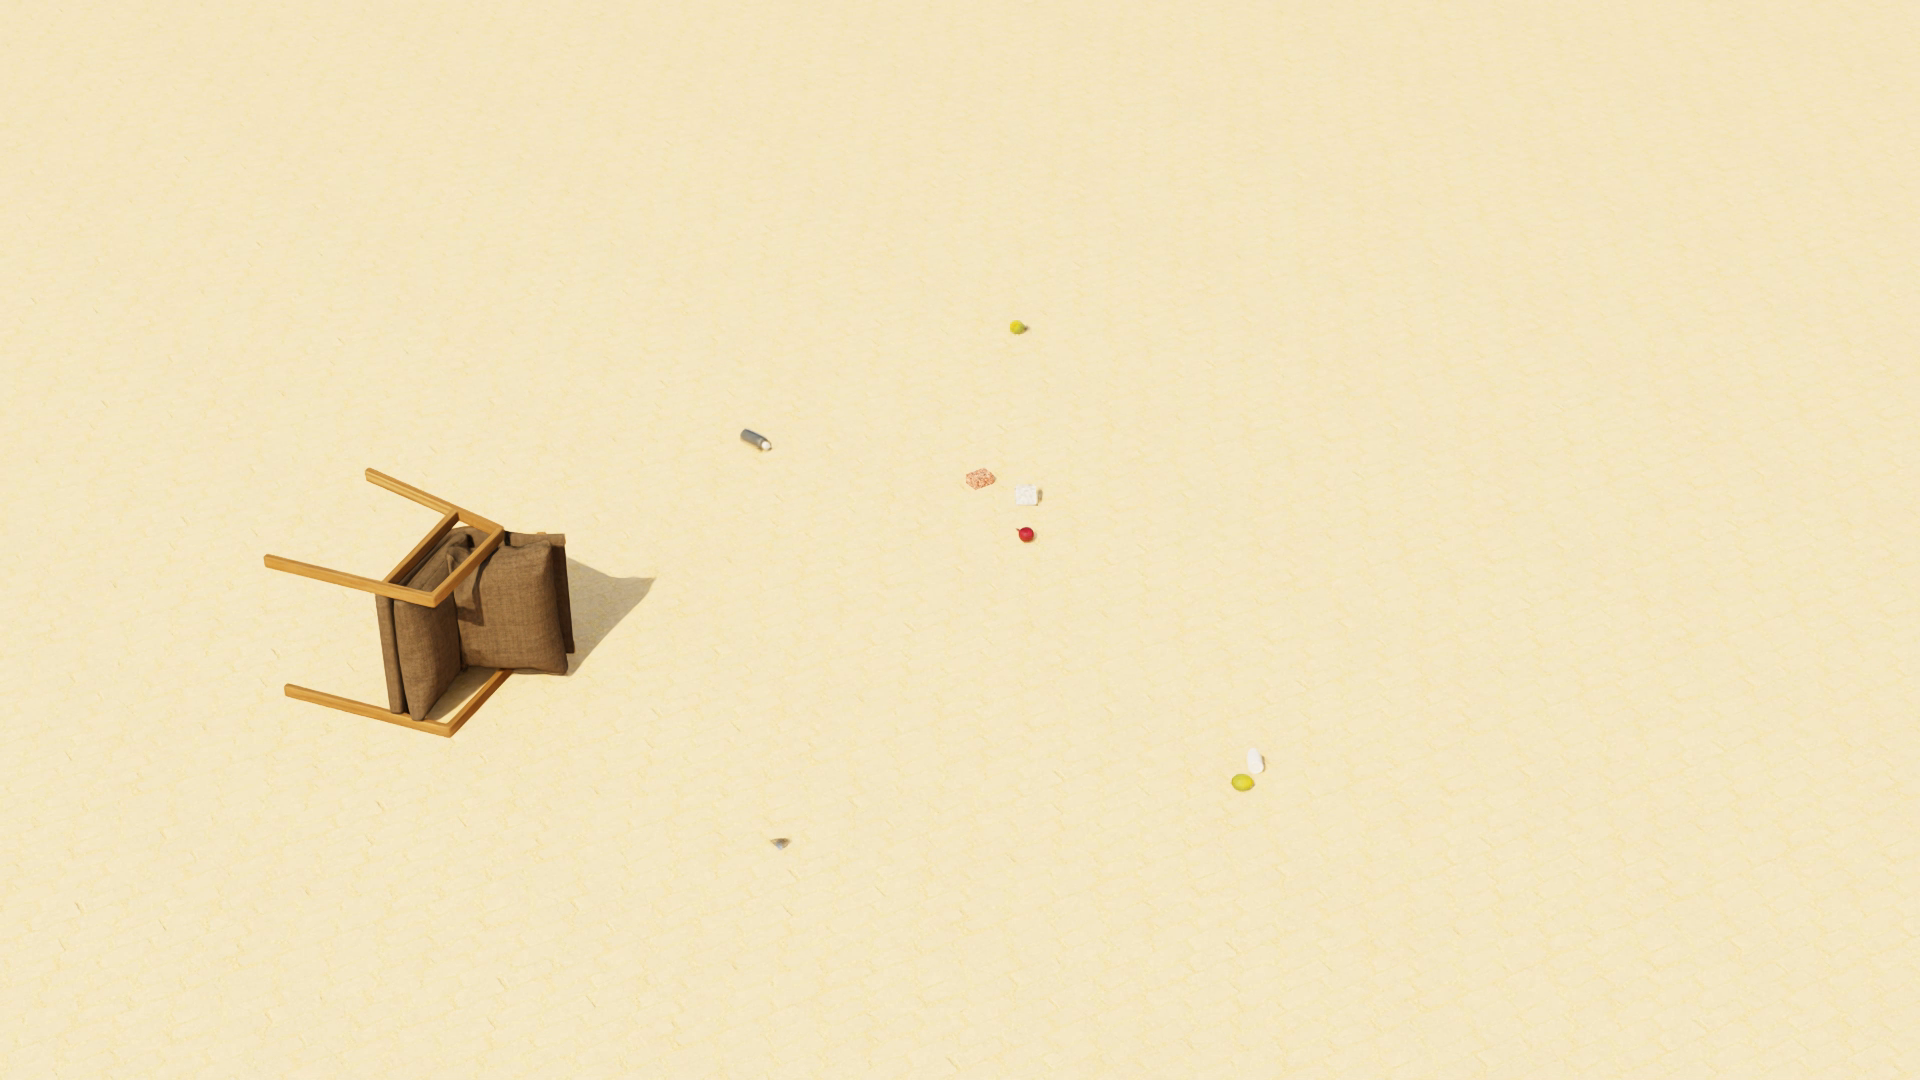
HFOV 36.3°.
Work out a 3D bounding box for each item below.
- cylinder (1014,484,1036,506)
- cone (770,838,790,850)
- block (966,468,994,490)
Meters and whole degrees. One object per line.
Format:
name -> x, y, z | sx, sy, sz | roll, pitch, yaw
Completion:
cylinder -> 0.248, -0.171, 11.140 | 0.078, 0.068, 0.082 | -2, 56, -4
cone -> -0.580, 0.983, 9.432 | 0.068, 0.057, 0.035 | -6, 73, 10
block -> 0.076, -0.235, 11.265 | 0.085, 0.040, 0.064 | -20, 39, -28
